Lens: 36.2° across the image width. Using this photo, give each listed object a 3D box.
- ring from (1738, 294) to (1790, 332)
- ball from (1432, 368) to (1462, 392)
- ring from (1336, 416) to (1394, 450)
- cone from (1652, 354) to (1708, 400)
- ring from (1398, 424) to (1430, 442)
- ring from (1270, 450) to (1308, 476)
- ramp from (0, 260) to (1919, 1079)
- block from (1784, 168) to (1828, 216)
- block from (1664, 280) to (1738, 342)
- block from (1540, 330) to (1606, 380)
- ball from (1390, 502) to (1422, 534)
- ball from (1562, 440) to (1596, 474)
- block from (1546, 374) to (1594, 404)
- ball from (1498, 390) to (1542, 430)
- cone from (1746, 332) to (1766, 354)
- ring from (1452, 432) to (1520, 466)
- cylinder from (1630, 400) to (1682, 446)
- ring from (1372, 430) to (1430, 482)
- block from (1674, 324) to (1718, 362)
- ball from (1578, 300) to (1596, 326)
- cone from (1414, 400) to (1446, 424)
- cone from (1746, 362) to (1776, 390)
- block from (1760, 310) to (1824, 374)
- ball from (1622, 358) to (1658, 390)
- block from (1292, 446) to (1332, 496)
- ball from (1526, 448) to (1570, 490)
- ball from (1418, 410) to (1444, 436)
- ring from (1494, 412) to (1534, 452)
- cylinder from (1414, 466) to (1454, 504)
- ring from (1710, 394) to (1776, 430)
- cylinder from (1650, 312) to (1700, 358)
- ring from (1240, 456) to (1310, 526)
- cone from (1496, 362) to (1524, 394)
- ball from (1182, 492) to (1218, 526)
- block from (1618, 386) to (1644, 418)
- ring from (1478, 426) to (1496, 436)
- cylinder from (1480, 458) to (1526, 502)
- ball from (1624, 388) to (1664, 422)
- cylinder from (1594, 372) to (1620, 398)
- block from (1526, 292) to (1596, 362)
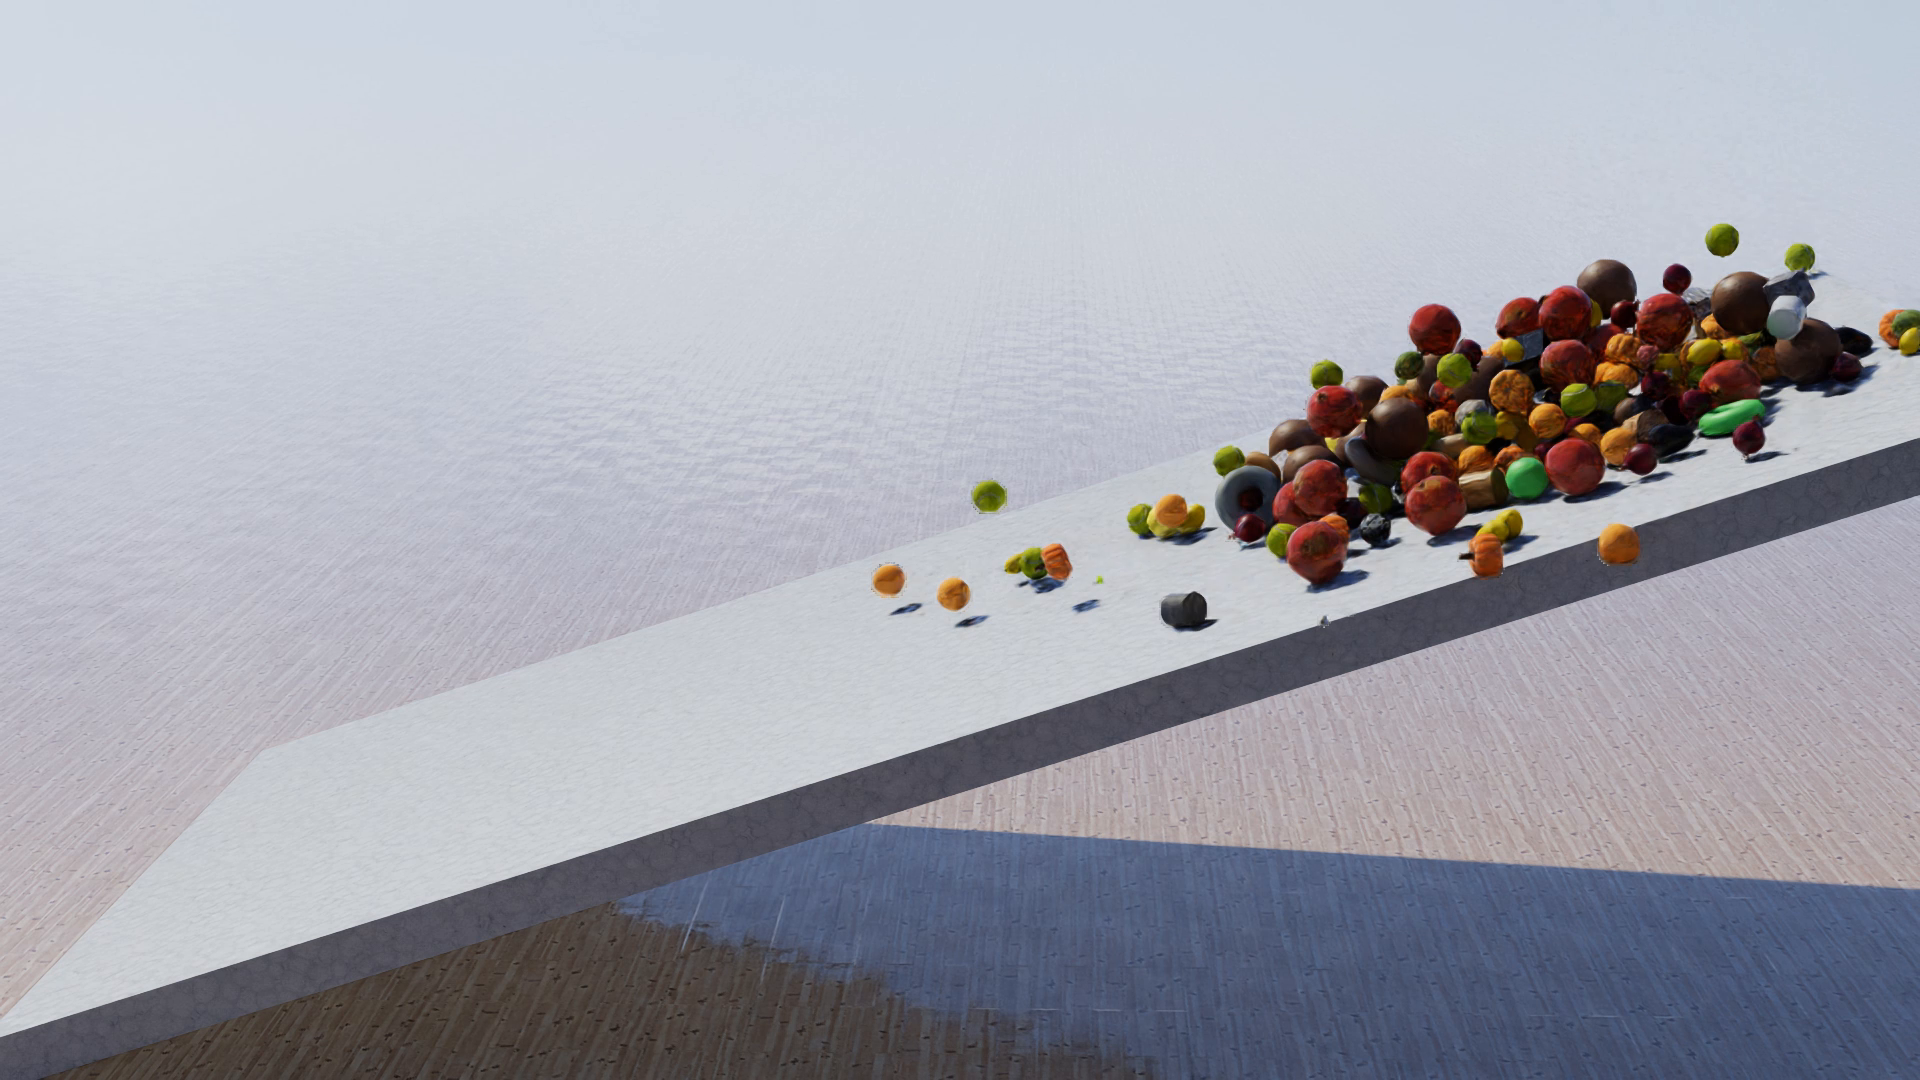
[{"bbox_3d":[1.641,-0.463,6.009,0.105,0.035,0.105,-18,36,14],"label":"ring"},{"bbox_3d":[1.083,-0.349,6.551,0.066,0.066,0.066,0,12,0],"label":"ball"},{"bbox_3d":[0.916,-0.243,6.664,0.137,0.046,0.137,-19,9,3],"label":"ring"},{"bbox_3d":[1.455,-0.341,5.885,0.096,0.096,0.096,-21,-4,41],"label":"cone"},{"bbox_3d":[1.006,-0.236,6.514,0.092,0.031,0.092,-19,10,4],"label":"ring"},{"bbox_3d":[0.694,-0.154,6.212,0.031,0.093,0.093,-47,29,-14],"label":"ring"},{"bbox_3d":[0.104,0.181,6.307,4.000,0.100,2.000,-18,11,6],"label":"ramp"},{"bbox_3d":[1.661,-0.684,5.773,0.066,0.066,0.066,13,-10,10],"label":"block"},{"bbox_3d":[1.623,-0.501,6.436,0.096,0.096,0.096,37,20,31],"label":"block"},{"bbox_3d":[1.288,-0.392,6.184,0.092,0.092,0.092,11,-8,-41],"label":"block"},{"bbox_3d":[0.863,-0.042,5.695,0.062,0.062,0.062,0,12,0],"label":"ball"},{"bbox_3d":[1.201,-0.160,5.708,0.063,0.063,0.063,0,12,0],"label":"ball"},{"bbox_3d":[1.306,-0.334,6.294,0.072,0.072,0.072,-2,-4,-23],"label":"block"},{"bbox_3d":[1.148,-0.264,6.028,0.086,0.086,0.086,0,12,0],"label":"ball"},{"bbox_3d":[1.695,-0.404,6.186,0.065,0.065,0.065,-1,38,-4],"label":"cone"},{"bbox_3d":[1.077,-0.186,6.006,0.148,0.049,0.148,-8,-6,-1],"label":"ring"},{"bbox_3d":[1.354,-0.226,5.721,0.071,0.071,0.071,-10,-12,-40],"label":"cylinder"},{"bbox_3d":[0.898,-0.171,5.984,0.130,0.043,0.130,15,41,-14],"label":"ring"},{"bbox_3d":[1.510,-0.398,6.036,0.055,0.055,0.055,35,57,16],"label":"block"},{"bbox_3d":[1.308,-0.472,6.217,0.073,0.073,0.073,0,12,0],"label":"ball"},{"bbox_3d":[1.065,-0.274,6.606,0.067,0.067,0.067,19,20,28],"label":"cone"},{"bbox_3d":[1.576,-0.315,5.828,0.055,0.055,0.055,-47,22,-5],"label":"cone"},{"bbox_3d":[1.698,-0.407,6.012,0.096,0.096,0.096,-17,11,7],"label":"block"},{"bbox_3d":[1.437,-0.345,6.201,0.077,0.077,0.077,0,12,0],"label":"ball"},{"bbox_3d":[0.748,-0.145,6.295,0.070,0.070,0.070,-20,-37,21],"label":"block"},{"bbox_3d":[1.131,-0.136,5.653,0.082,0.082,0.082,0,12,0],"label":"ball"},{"bbox_3d":[0.979,-0.243,6.107,0.054,0.054,0.054,0,12,0],"label":"ball"},{"bbox_3d":[1.115,-0.218,5.912,0.094,0.031,0.094,26,38,-22],"label":"ring"},{"bbox_3d":[0.952,-0.110,5.897,0.057,0.057,0.057,-27,23,-23],"label":"cylinder"},{"bbox_3d":[1.509,-0.248,5.675,0.128,0.043,0.128,-18,7,2],"label":"ring"},{"bbox_3d":[1.504,-0.413,6.141,0.087,0.087,0.087,42,-4,4],"label":"cylinder"},{"bbox_3d":[0.657,-0.101,6.127,0.149,0.149,0.050,2,-10,12],"label":"ring"},{"bbox_3d":[1.246,-0.378,6.721,0.067,0.067,0.067,-18,11,4],"label":"cone"},{"bbox_3d":[0.519,-0.066,6.371,0.075,0.075,0.075,0,12,0],"label":"ball"},{"bbox_3d":[1.385,-0.281,6.036,0.051,0.051,0.051,-16,11,19],"label":"block"},{"bbox_3d":[1.126,-0.214,6.102,0.109,0.036,0.109,-3,-8,0],"label":"ring"},{"bbox_3d":[1.056,-0.118,5.723,0.070,0.070,0.070,-15,6,21],"label":"cylinder"},{"bbox_3d":[1.365,-0.260,5.857,0.084,0.084,0.084,0,12,0],"label":"ball"},{"bbox_3d":[1.338,-0.320,6.079,0.052,0.052,0.052,2,-3,0],"label":"cylinder"},{"bbox_3d":[1.238,-0.440,6.063,0.086,0.086,0.086,-34,22,49],"label":"block"}]
